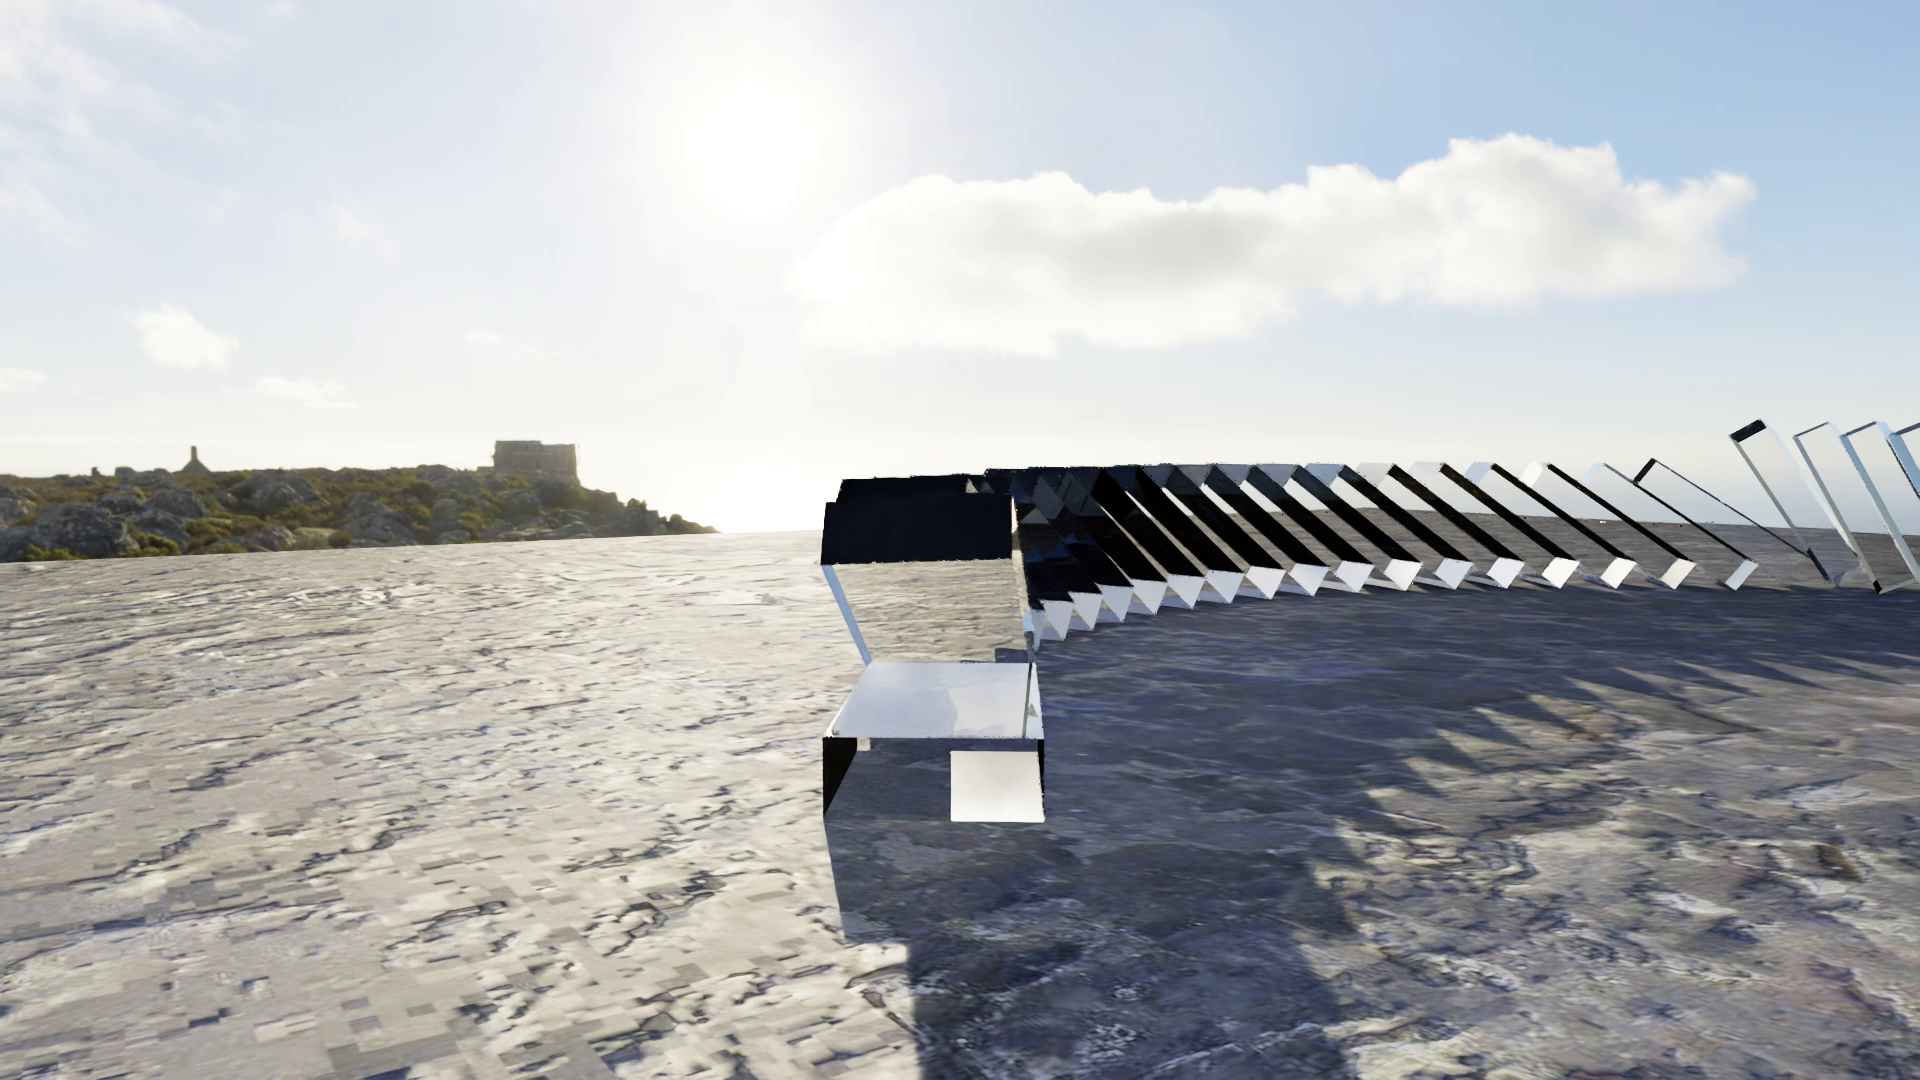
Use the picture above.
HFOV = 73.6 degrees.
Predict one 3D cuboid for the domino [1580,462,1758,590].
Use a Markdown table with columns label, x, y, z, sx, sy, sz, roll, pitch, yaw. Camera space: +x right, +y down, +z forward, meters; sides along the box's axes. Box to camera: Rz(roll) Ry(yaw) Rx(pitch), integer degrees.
| label | x | y | z | sx | sy | sz | roll | pitch | yaw |
| --- | --- | --- | --- | --- | --- | --- | --- | --- | --- |
| domino | 0.213 | -0.005 | 0.389 | 0.050 | 0.010 | 0.025 | 38 | 15 | 14 |

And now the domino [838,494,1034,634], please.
| label | x | y | z | sx | sy | sz | roll | pitch | yaw |
| --- | --- | --- | --- | --- | --- | --- | --- | --- | --- |
| domino | -0.003 | 0.009 | 0.208 | 0.025 | 0.009 | 0.050 | 0 | -28 | 8 |

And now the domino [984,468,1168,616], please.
| label | x | y | z | sx | sy | sz | roll | pitch | yaw |
| --- | --- | --- | --- | --- | --- | --- | --- | --- | --- |
| domino | 0.027 | 0.001 | 0.313 | 0.025 | 0.010 | 0.050 | 4 | -30 | 43 |

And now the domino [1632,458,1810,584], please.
| label | x | y | z | sx | sy | sz | roll | pitch | yaw |
| --- | --- | --- | --- | --- | --- | --- | --- | --- | --- |
| domino | 0.230 | -0.006 | 0.389 | 0.050 | 0.009 | 0.025 | 42 | 20 | 27 |

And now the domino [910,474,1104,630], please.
| label | x | y | z | sx | sy | sz | roll | pitch | yaw |
| --- | --- | --- | --- | --- | --- | --- | --- | --- | --- |
| domino | 0.010 | 0.003 | 0.282 | 0.025 | 0.010 | 0.050 | 2 | -29 | 32 |

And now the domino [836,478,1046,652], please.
| label | x | y | z | sx | sy | sz | roll | pitch | yaw |
| --- | --- | --- | --- | --- | --- | --- | --- | --- | --- |
| domino | -0.003 | 0.006 | 0.247 | 0.025 | 0.009 | 0.050 | 1 | -30 | 22 |

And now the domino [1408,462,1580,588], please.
| label | x | y | z | sx | sy | sz | roll | pitch | yaw |
| --- | --- | --- | --- | --- | --- | --- | --- | --- | --- |
| domino | 0.160 | -0.005 | 0.390 | 0.050 | 0.009 | 0.025 | 36 | 4 | -2 |

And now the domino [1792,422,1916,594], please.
| label | x | y | z | sx | sy | sz | roll | pitch | yaw |
| --- | --- | --- | --- | --- | --- | --- | --- | --- | --- |
| domino | 0.262 | -0.010 | 0.375 | 0.009 | 0.050 | 0.025 | -30 | -15 | 36 |

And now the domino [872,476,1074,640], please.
| label | x | y | z | sx | sy | sz | roll | pitch | yaw |
| --- | --- | --- | --- | --- | --- | --- | --- | --- | --- |
| domino | 0.003 | 0.005 | 0.265 | 0.025 | 0.009 | 0.050 | 2 | -30 | 29 |

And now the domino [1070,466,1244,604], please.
| label | x | y | z | sx | sy | sz | roll | pitch | yaw |
| --- | --- | --- | --- | --- | --- | --- | --- | --- | --- |
| domino | 0.051 | -0.001 | 0.339 | 0.050 | 0.009 | 0.025 | 40 | -20 | -33 |

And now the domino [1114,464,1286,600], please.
| label | x | y | z | sx | sy | sz | roll | pitch | yaw |
| --- | --- | --- | --- | --- | --- | --- | --- | --- | --- |
| domino | 0.064 | -0.002 | 0.351 | 0.050 | 0.009 | 0.025 | 39 | -16 | -28 |

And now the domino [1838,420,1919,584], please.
| label | x | y | z | sx | sy | sz | roll | pitch | yaw |
| --- | --- | --- | --- | --- | --- | --- | --- | --- | --- |
| domino | 0.273 | -0.010 | 0.371 | 0.025 | 0.050 | 0.009 | -5 | -20 | -48 |

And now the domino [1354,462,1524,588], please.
| label | x | y | z | sx | sy | sz | roll | pitch | yaw |
| --- | --- | --- | --- | --- | --- | --- | --- | --- | --- |
| domino | 0.143 | -0.005 | 0.387 | 0.050 | 0.009 | 0.025 | 35 | 1 | -7 |

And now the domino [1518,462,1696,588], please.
| label | x | y | z | sx | sy | sz | roll | pitch | yaw |
| --- | --- | --- | --- | --- | --- | --- | --- | --- | --- |
| domino | 0.195 | -0.005 | 0.390 | 0.050 | 0.009 | 0.025 | 37 | 11 | 8 |

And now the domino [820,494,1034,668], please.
| label | x | y | z | sx | sy | sz | roll | pitch | yaw |
| --- | --- | --- | --- | --- | --- | --- | --- | --- | --- |
| domino | -0.003 | 0.010 | 0.189 | 0.025 | 0.009 | 0.050 | -2 | -28 | 6 |

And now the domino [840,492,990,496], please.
| label | x | y | z | sx | sy | sz | roll | pitch | yaw |
| --- | --- | --- | --- | --- | --- | --- | --- | --- | --- |
| domino | -0.003 | 0.008 | 0.228 | 0.025 | 0.009 | 0.050 | 1 | -28 | 12 |

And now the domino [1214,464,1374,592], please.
| label | x | y | z | sx | sy | sz | roll | pitch | yaw |
| --- | --- | --- | --- | --- | --- | --- | --- | --- | --- |
| domino | 0.093 | -0.004 | 0.371 | 0.050 | 0.009 | 0.025 | 36 | -9 | -19 |

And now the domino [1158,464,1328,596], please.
| label | x | y | z | sx | sy | sz | roll | pitch | yaw |
| --- | --- | --- | --- | --- | --- | --- | --- | --- | --- |
| domino | 0.078 | -0.003 | 0.362 | 0.050 | 0.010 | 0.025 | 37 | -12 | -23 |

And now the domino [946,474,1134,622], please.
| label | x | y | z | sx | sy | sz | roll | pitch | yaw |
| --- | --- | --- | --- | --- | --- | --- | --- | --- | --- |
| domino | 0.018 | 0.002 | 0.298 | 0.025 | 0.009 | 0.050 | 3 | -29 | 37 |

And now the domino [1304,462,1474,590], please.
| label | x | y | z | sx | sy | sz | roll | pitch | yaw |
| --- | --- | --- | --- | --- | --- | --- | --- | --- | --- |
| domino | 0.126 | -0.005 | 0.384 | 0.050 | 0.010 | 0.025 | 35 | -2 | -10 |

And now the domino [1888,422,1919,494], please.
| label | x | y | z | sx | sy | sz | roll | pitch | yaw |
| --- | --- | --- | --- | --- | --- | --- | --- | --- | --- |
| domino | 0.284 | -0.009 | 0.365 | 0.025 | 0.050 | 0.009 | -4 | -20 | -43 |

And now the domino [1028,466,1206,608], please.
| label | x | y | z | sx | sy | sz | roll | pitch | yaw |
| --- | --- | --- | --- | --- | --- | --- | --- | --- | --- |
| domino | 0.038 | 0.000 | 0.327 | 0.025 | 0.009 | 0.050 | 5 | -29 | 48 |

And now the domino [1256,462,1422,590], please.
| label | x | y | z | sx | sy | sz | roll | pitch | yaw |
| --- | --- | --- | --- | --- | --- | --- | --- | --- | --- |
| domino | 0.109 | -0.004 | 0.378 | 0.050 | 0.009 | 0.025 | 36 | -6 | -15 |

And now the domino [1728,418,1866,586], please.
| label | x | y | z | sx | sy | sz | roll | pitch | yaw |
| --- | --- | --- | --- | --- | --- | --- | --- | --- | --- |
| domino | 0.251 | -0.011 | 0.383 | 0.009 | 0.050 | 0.025 | -36 | -27 | 32 |

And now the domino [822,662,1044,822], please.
| label | x | y | z | sx | sy | sz | roll | pitch | yaw |
| --- | --- | --- | --- | --- | --- | --- | --- | --- | --- |
| domino | -0.002 | 0.025 | 0.170 | 0.025 | 0.010 | 0.050 | 0 | 4 | 2 |

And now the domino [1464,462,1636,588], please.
| label | x | y | z | sx | sy | sz | roll | pitch | yaw |
| --- | --- | --- | --- | --- | --- | --- | --- | --- | --- |
| domino | 0.178 | -0.005 | 0.392 | 0.050 | 0.009 | 0.025 | 36 | 8 | 4 |
